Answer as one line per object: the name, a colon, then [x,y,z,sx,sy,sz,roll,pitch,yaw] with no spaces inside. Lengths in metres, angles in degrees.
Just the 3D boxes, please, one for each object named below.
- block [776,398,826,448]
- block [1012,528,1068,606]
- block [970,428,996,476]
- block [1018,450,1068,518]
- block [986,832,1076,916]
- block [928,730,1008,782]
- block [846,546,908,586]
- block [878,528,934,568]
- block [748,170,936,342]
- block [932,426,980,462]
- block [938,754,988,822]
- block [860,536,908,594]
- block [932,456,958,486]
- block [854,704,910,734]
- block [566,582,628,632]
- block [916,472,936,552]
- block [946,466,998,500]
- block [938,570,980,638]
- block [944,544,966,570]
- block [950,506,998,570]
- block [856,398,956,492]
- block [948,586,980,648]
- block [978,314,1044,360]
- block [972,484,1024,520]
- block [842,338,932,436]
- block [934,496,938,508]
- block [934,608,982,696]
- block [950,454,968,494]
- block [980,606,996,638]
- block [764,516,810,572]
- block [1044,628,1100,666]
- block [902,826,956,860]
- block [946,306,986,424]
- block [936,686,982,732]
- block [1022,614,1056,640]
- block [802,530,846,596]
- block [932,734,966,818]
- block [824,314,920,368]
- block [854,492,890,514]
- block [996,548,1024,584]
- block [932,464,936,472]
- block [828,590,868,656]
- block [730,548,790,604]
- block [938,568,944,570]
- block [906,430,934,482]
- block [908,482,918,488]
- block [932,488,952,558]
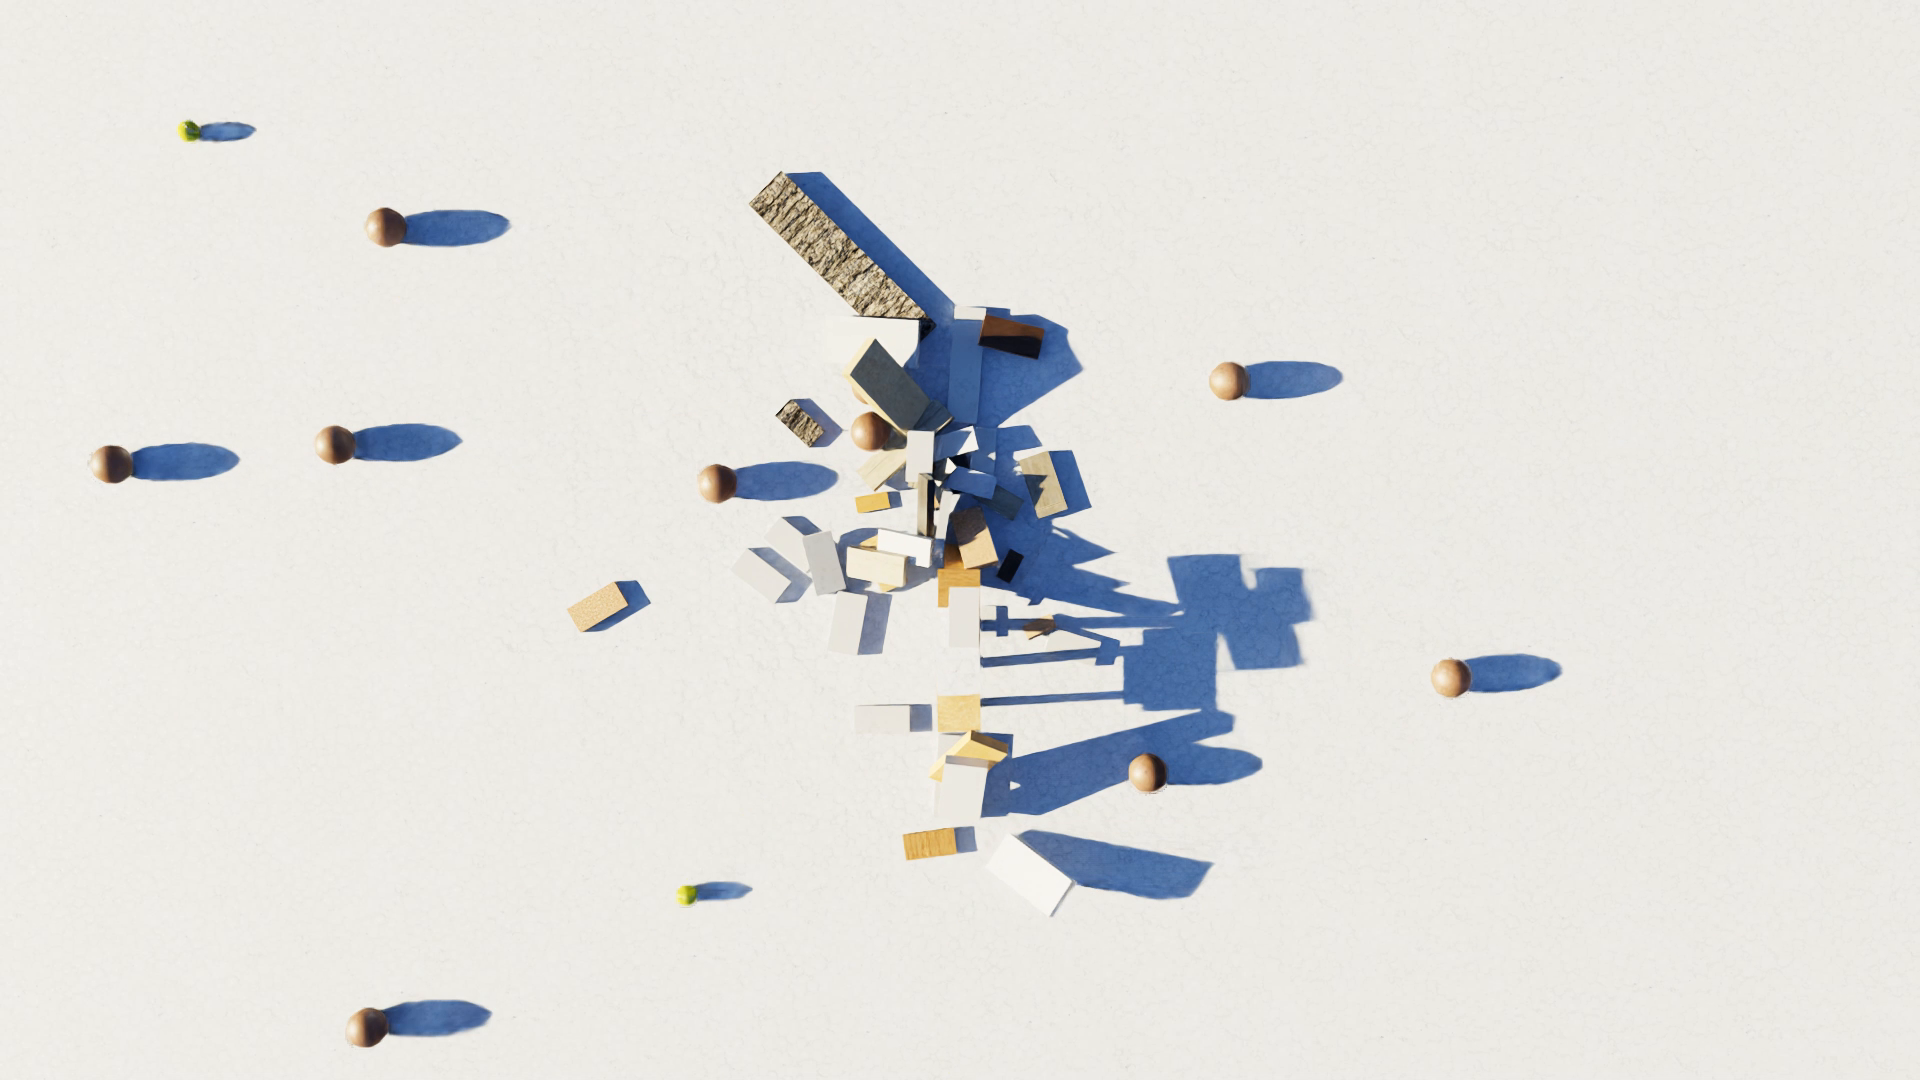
block: [-0.532,-0.388,5.489,0.156,0.022,0.078,43,90,0]
block: [0.268,0.090,5.492,0.054,0.015,0.269,31,90,0]
block: [0.078,-0.294,5.489,0.078,0.022,0.156,3,90,0]
block: [0.276,-0.184,5.486,0.102,0.029,0.204,-19,90,0]
block: [0.231,1.099,5.419,0.275,0.039,0.138,33,90,28]
block: [0.026,0.715,5.332,0.137,0.275,0.039,23,47,-19]
block: [-0.275,0.085,5.440,0.202,0.029,0.101,10,109,18]
block: [-0.180,0.024,5.416,0.187,0.027,0.094,12,109,20]
block: [-0.389,-0.913,5.478,0.723,0.044,0.156,45,90,0]
block: [-0.047,-0.310,5.463,0.211,0.022,0.078,-15,84,12]
block: [0.009,0.809,5.355,0.138,0.039,0.275,7,132,0]
block: [-0.253,0.074,5.487,0.091,0.026,0.183,-24,90,0]
block: [-0.054,-0.227,5.455,0.047,0.013,0.095,50,116,13]
block: [-0.260,0.597,5.487,0.185,0.026,0.092,-1,90,0]
block: [-1.205,0.223,5.487,0.183,0.026,0.091,-31,90,0]
block: [-0.113,-0.091,5.418,0.027,0.094,0.245,-5,108,-20]
block: [0.040,-0.192,5.467,0.157,0.022,0.078,16,90,0]
block: [-0.004,0.228,5.217,0.134,0.038,0.268,0,84,0]
block: [0.002,0.104,5.413,0.109,0.031,0.218,1,46,0]
block: [0.045,-0.004,5.430,0.109,0.031,0.218,-15,60,-3]
block: [-0.181,-0.315,5.467,0.360,0.026,0.091,-42,72,2]
block: [0.013,0.241,5.144,0.094,0.027,0.187,1,84,0]
block: [0.169,-0.673,5.470,0.204,0.029,0.102,13,89,-8]
block: [0.127,-0.136,5.489,0.157,0.022,0.078,30,90,0]
block: [-0.237,-0.496,5.371,0.311,0.044,0.156,47,67,-34]
block: [-0.108,-0.147,5.493,0.047,0.013,0.095,-21,90,0]
block: [-0.008,0.348,5.166,0.137,0.039,0.275,-2,84,0]
block: [-0.009,-0.234,5.489,0.078,0.022,0.157,-12,90,0]
block: [0.094,0.272,5.493,0.052,0.015,0.104,-1,91,1]
block: [-0.554,0.016,5.487,0.185,0.026,0.092,39,90,0]
block: [0.375,0.355,5.488,0.171,0.024,0.086,17,90,0]
block: [-0.101,1.011,5.488,0.171,0.024,0.086,-8,90,0]
block: [0.020,-0.581,5.486,0.102,0.029,0.383,5,90,0]
block: [-0.006,0.471,5.253,0.137,0.039,0.275,-2,91,0]
block: [0.264,0.289,5.479,0.104,0.015,0.052,-25,55,0]
block: [-0.452,0.076,5.464,0.101,0.029,0.202,-15,99,-7]
block: [-0.012,0.786,5.480,0.138,0.039,0.275,4,90,0]
block: [-0.290,-0.655,5.442,0.311,0.044,0.156,5,100,9]
block: [-0.292,-0.125,5.492,0.109,0.015,0.054,-11,90,0]
block: [0.167,0.087,5.493,0.052,0.015,0.104,28,90,0]
block: [-0.123,-0.222,5.493,0.095,0.013,0.047,-16,90,0]
block: [-0.374,0.277,5.486,0.101,0.029,0.202,10,90,0]
block: [-0.663,0.119,5.487,0.185,0.026,0.092,38,90,0]
block: [-0.004,0.190,5.382,0.134,0.268,0.038,1,128,0]
block: [-0.132,-0.277,5.426,0.086,0.024,0.171,3,106,-1]
block: [-0.133,-0.224,5.464,0.054,0.015,0.109,16,106,0]
block: [-0.059,-0.057,5.433,0.031,0.109,0.218,8,96,-3]
